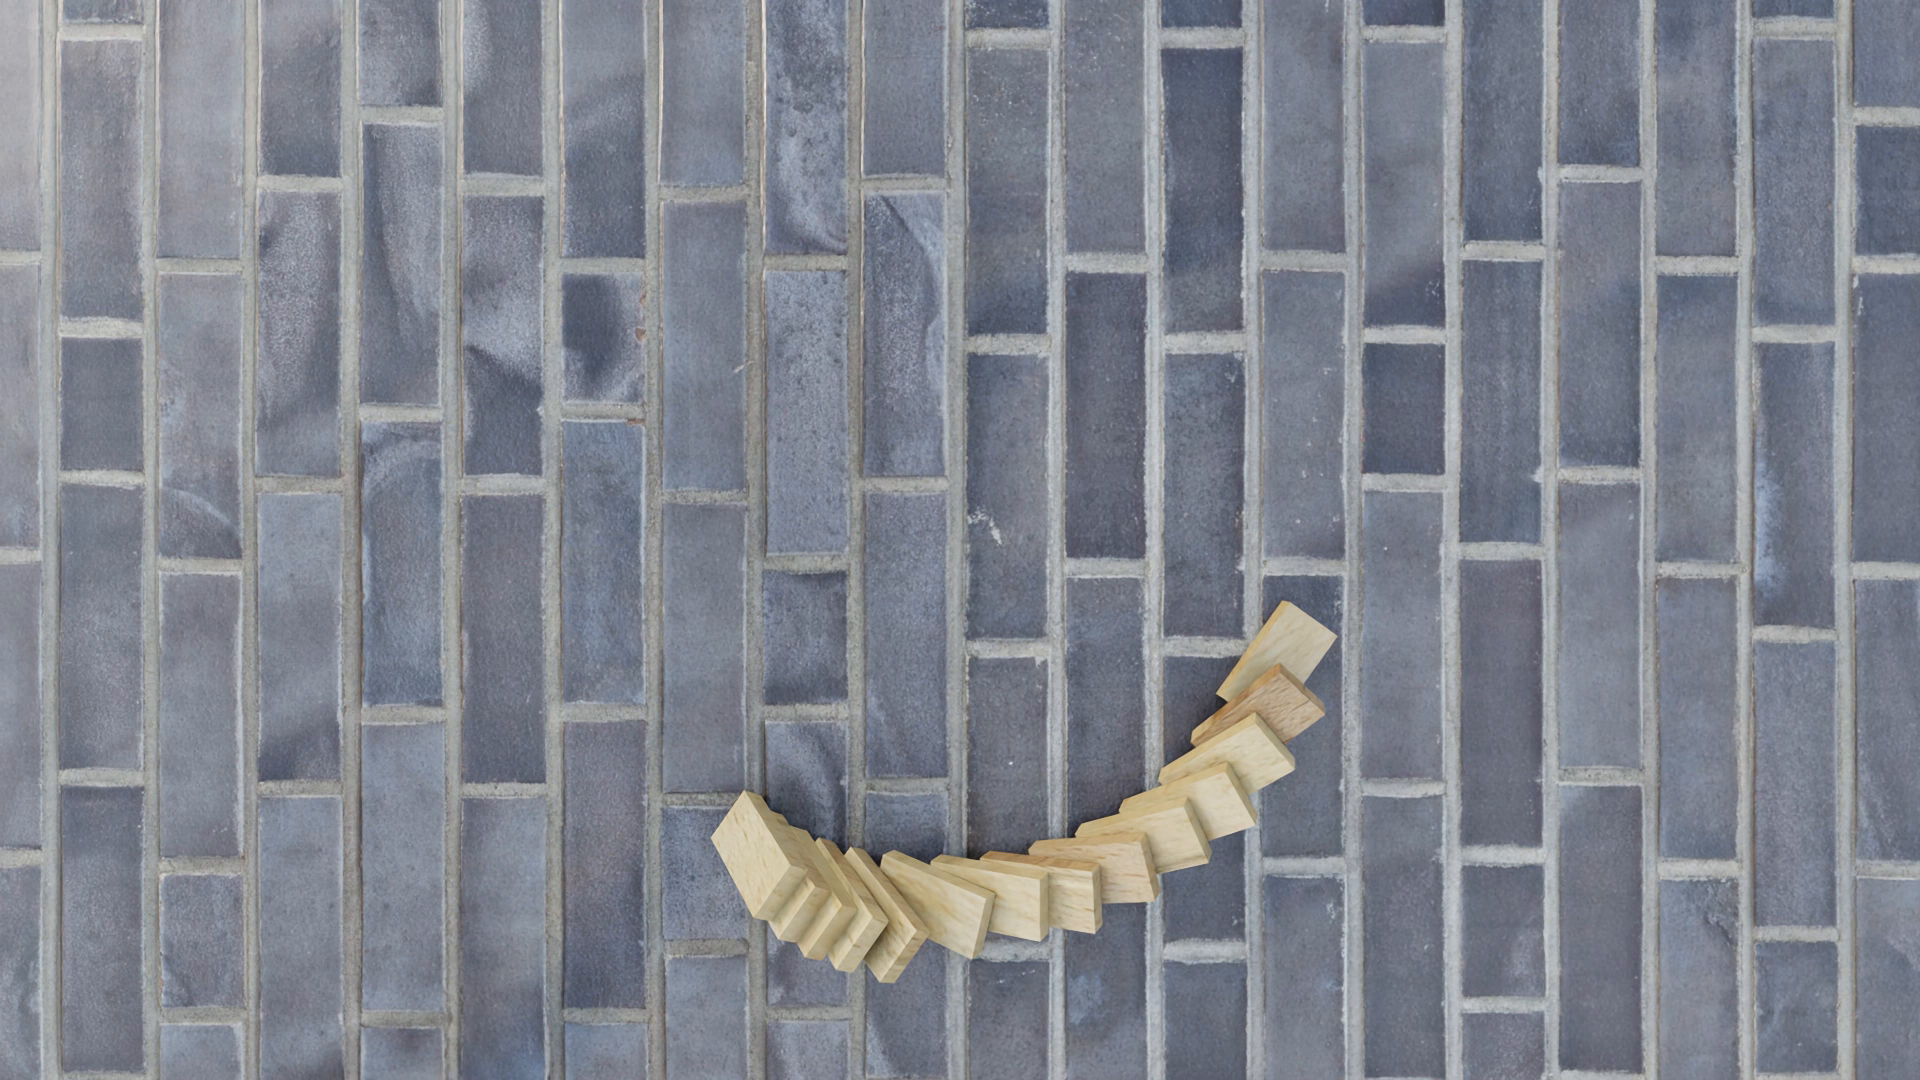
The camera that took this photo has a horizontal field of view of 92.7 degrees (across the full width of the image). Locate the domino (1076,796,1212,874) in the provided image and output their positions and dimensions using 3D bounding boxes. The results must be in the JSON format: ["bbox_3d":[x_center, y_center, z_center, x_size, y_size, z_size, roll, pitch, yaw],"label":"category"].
[{"bbox_3d":[0.077,0.127,0.385,0.050,0.010,0.025,-24,90,26],"label":"domino"}]

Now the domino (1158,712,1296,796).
[{"bbox_3d":[0.111,0.096,0.385,0.050,0.010,0.025,-40,90,26],"label":"domino"}]

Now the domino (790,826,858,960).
[{"bbox_3d":[-0.064,0.145,0.378,0.009,0.050,0.025,35,90,-41],"label":"domino"}]

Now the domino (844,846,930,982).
[{"bbox_3d":[-0.037,0.154,0.380,0.050,0.009,0.025,36,91,42],"label":"domino"}]

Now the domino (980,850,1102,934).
[{"bbox_3d":[0.034,0.147,0.385,0.050,0.009,0.025,-3,90,27],"label":"domino"}]

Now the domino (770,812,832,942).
[{"bbox_3d":[-0.074,0.138,0.378,0.009,0.050,0.025,35,90,-41],"label":"domino"}]

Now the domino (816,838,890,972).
[{"bbox_3d":[-0.052,0.149,0.378,0.009,0.050,0.025,35,90,-41],"label":"domino"}]

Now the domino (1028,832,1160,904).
[{"bbox_3d":[0.056,0.139,0.385,0.050,0.009,0.025,-14,90,26],"label":"domino"}]

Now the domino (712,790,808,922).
[{"bbox_3d":[-0.084,0.129,0.378,0.010,0.050,0.025,35,90,-41],"label":"domino"}]

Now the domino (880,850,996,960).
[{"bbox_3d":[-0.012,0.152,0.384,0.050,0.010,0.025,13,90,27],"label":"domino"}]

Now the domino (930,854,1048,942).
[{"bbox_3d":[0.012,0.150,0.385,0.050,0.009,0.025,0,90,27],"label":"domino"}]

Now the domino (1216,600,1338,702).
[{"bbox_3d":[0.136,0.054,0.395,0.025,0.009,0.050,36,90,0],"label":"domino"}]

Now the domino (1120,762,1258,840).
[{"bbox_3d":[0.095,0.114,0.385,0.050,0.010,0.025,-30,90,26],"label":"domino"}]

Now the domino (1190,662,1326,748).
[{"bbox_3d":[0.124,0.077,0.385,0.025,0.010,0.050,43,116,0],"label":"domino"}]
